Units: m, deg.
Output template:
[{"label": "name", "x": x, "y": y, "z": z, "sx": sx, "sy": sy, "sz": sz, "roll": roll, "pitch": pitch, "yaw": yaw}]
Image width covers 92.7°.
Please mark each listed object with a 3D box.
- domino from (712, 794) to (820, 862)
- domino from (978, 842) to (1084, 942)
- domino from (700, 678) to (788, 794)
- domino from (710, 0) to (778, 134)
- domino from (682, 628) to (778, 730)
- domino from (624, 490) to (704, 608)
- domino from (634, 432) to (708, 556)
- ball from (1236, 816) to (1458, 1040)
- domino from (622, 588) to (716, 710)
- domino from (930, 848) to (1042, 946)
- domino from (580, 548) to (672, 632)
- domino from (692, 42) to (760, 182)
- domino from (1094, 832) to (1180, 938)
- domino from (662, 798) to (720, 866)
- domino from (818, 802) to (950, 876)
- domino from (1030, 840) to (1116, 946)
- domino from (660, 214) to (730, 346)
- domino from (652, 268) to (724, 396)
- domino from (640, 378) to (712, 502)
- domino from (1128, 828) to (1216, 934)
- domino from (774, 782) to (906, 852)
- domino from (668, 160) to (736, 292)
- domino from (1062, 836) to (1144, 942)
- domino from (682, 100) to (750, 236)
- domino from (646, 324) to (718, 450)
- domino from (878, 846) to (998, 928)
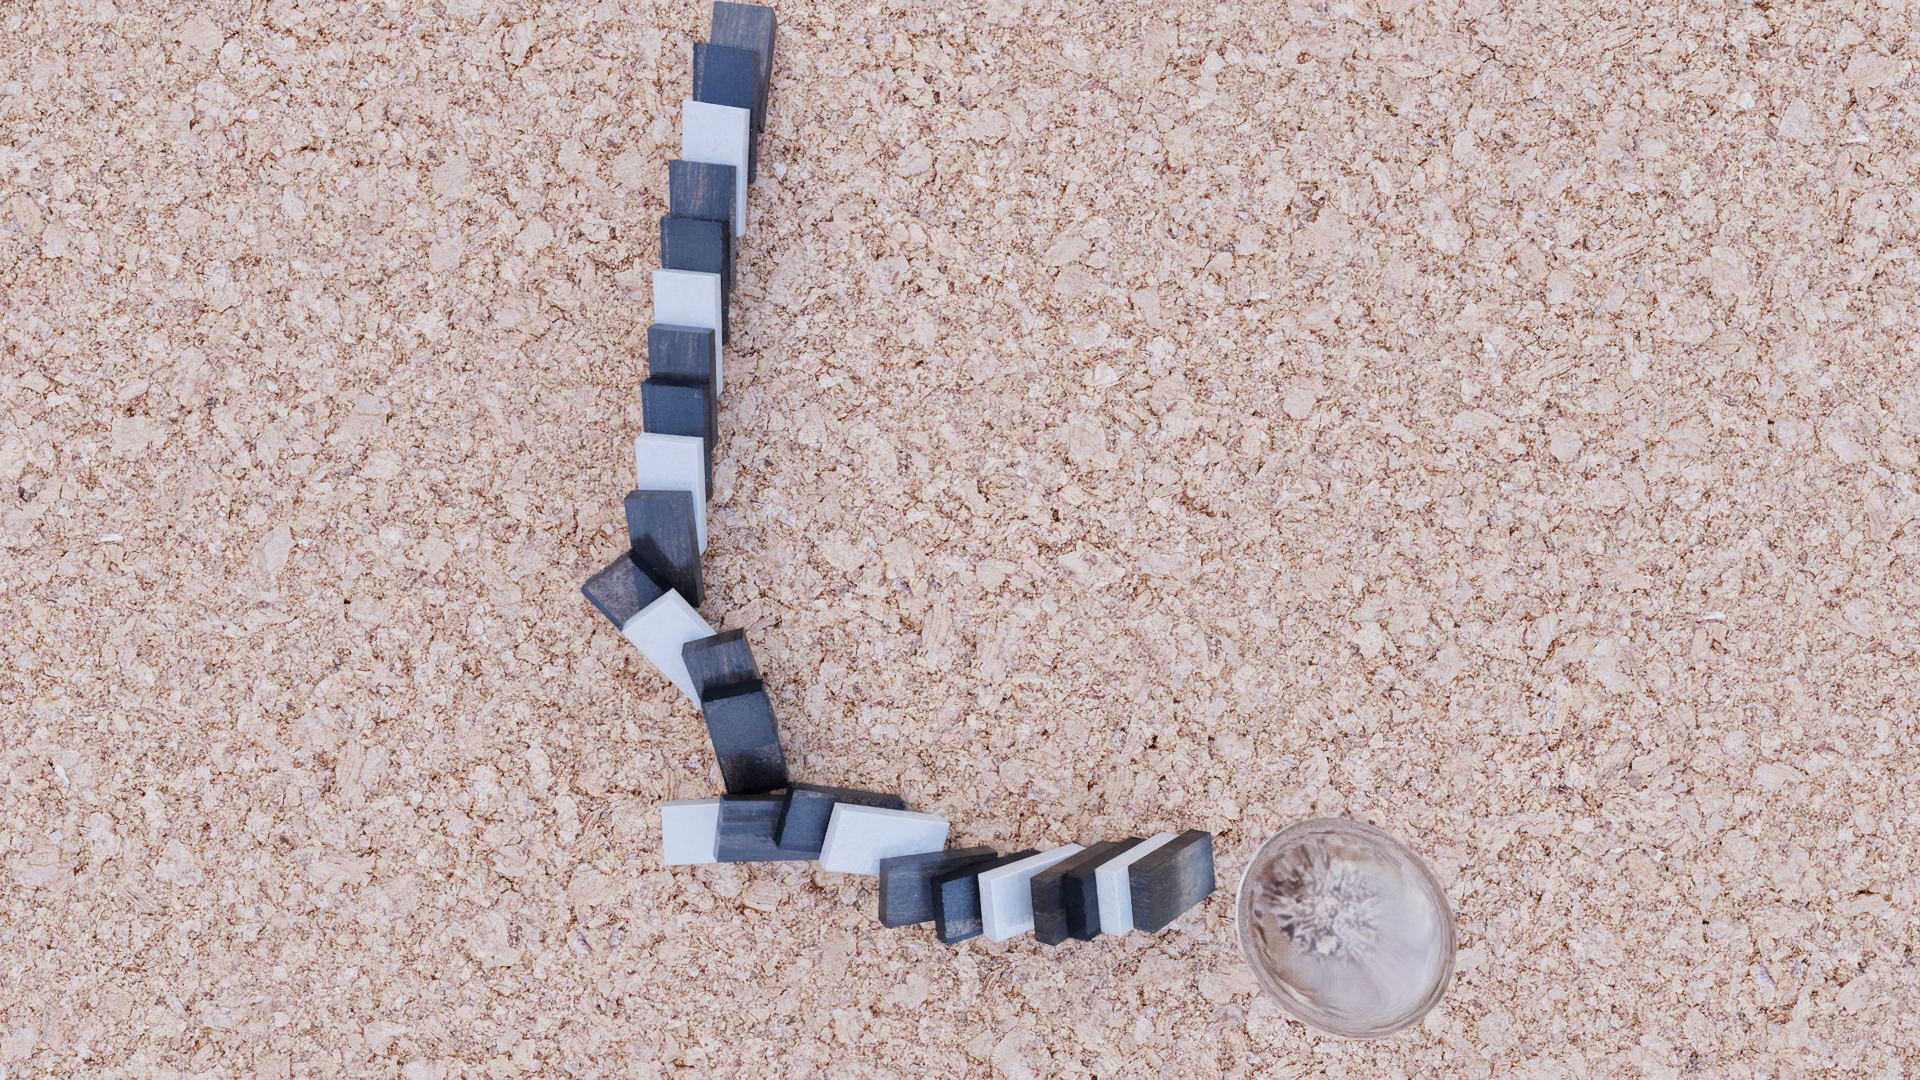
[{"label": "domino", "x": -0.076, "y": 0.121, "z": 0.385, "sx": 0.050, "sy": 0.009, "sz": 0.025, "roll": 8, "pitch": 88, "yaw": -25}, {"label": "domino", "x": 0.032, "y": 0.146, "z": 0.383, "sx": 0.050, "sy": 0.009, "sz": 0.025, "roll": -5, "pitch": 90, "yaw": -33}, {"label": "domino", "x": -0.090, "y": 0.084, "z": 0.384, "sx": 0.025, "sy": 0.010, "sz": 0.050, "roll": -11, "pitch": 115, "yaw": -5}, {"label": "domino", "x": -0.095, "y": -0.204, "z": 0.395, "sx": 0.025, "sy": 0.010, "sz": 0.050, "roll": 7, "pitch": 90, "yaw": 0}, {"label": "domino", "x": -0.096, "y": 0.063, "z": 0.384, "sx": 0.025, "sy": 0.010, "sz": 0.050, "roll": -15, "pitch": 116, "yaw": -4}, {"label": "domino", "x": -0.124, "y": 0.004, "z": 0.385, "sx": 0.025, "sy": 0.010, "sz": 0.050, "roll": 1, "pitch": 115, "yaw": 0}, {"label": "domino", "x": -0.121, "y": -0.019, "z": 0.385, "sx": 0.025, "sy": 0.010, "sz": 0.050, "roll": 5, "pitch": 115, "yaw": 0}, {"label": "ball", "x": 0.150, "y": 0.151, "z": 0.360, "sx": 0.080, "sy": 0.080, "sz": 0.080, "roll": 0, "pitch": 90, "yaw": 0}, {"label": "domino", "x": -0.114, "y": 0.047, "z": 0.384, "sx": 0.025, "sy": 0.009, "sz": 0.050, "roll": -34, "pitch": 115, "yaw": 6}, {"label": "domino", "x": 0.013, "y": 0.149, "z": 0.384, "sx": 0.050, "sy": 0.009, "sz": 0.025, "roll": -5, "pitch": 90, "yaw": -29}, {"label": "domino", "x": -0.130, "y": 0.030, "z": 0.384, "sx": 0.025, "sy": 0.009, "sz": 0.050, "roll": -34, "pitch": 116, "yaw": 5}, {"label": "domino", "x": -0.098, "y": -0.179, "z": 0.385, "sx": 0.025, "sy": 0.009, "sz": 0.050, "roll": 8, "pitch": 114, "yaw": -1}, {"label": "domino", "x": 0.075, "y": 0.141, "z": 0.379, "sx": 0.010, "sy": 0.050, "sz": 0.025, "roll": -5, "pitch": 90, "yaw": 43}, {"label": "domino", "x": -0.102, "y": 0.125, "z": 0.395, "sx": 0.050, "sy": 0.009, "sz": 0.025, "roll": -3, "pitch": 90, "yaw": 0}, {"label": "domino", "x": -0.031, "y": 0.127, "z": 0.384, "sx": 0.050, "sy": 0.009, "sz": 0.025, "roll": 16, "pitch": 90, "yaw": -26}, {"label": "domino", "x": 0.049, "y": 0.145, "z": 0.379, "sx": 0.009, "sy": 0.050, "sz": 0.025, "roll": -5, "pitch": 90, "yaw": 43}, {"label": "domino", "x": -0.111, "y": -0.109, "z": 0.385, "sx": 0.025, "sy": 0.010, "sz": 0.050, "roll": 6, "pitch": 114, "yaw": 0}, {"label": "domino", "x": -0.114, "y": -0.087, "z": 0.385, "sx": 0.025, "sy": 0.009, "sz": 0.050, "roll": 6, "pitch": 115, "yaw": 1}, {"label": "domino", "x": -0.118, "y": -0.041, "z": 0.385, "sx": 0.025, "sy": 0.010, "sz": 0.050, "roll": 5, "pitch": 115, "yaw": 0}, {"label": "domino", "x": 0.088, "y": 0.140, "z": 0.379, "sx": 0.010, "sy": 0.050, "sz": 0.025, "roll": -5, "pitch": 90, "yaw": 43}, {"label": "domino", "x": -0.050, "y": 0.118, "z": 0.385, "sx": 0.050, "sy": 0.010, "sz": 0.025, "roll": 15, "pitch": 90, "yaw": -25}, {"label": "domino", "x": -0.108, "y": -0.132, "z": 0.386, "sx": 0.025, "sy": 0.009, "sz": 0.050, "roll": 6, "pitch": 114, "yaw": 0}, {"label": "domino", "x": 0.062, "y": 0.143, "z": 0.379, "sx": 0.010, "sy": 0.050, "sz": 0.025, "roll": -5, "pitch": 90, "yaw": 43}, {"label": "domino", "x": -0.103, "y": -0.156, "z": 0.385, "sx": 0.025, "sy": 0.009, "sz": 0.050, "roll": 8, "pitch": 114, "yaw": -1}, {"label": "domino", "x": -0.116, "y": -0.064, "z": 0.385, "sx": 0.025, "sy": 0.010, "sz": 0.050, "roll": 5, "pitch": 115, "yaw": 0}, {"label": "domino", "x": -0.009, "y": 0.145, "z": 0.385, "sx": 0.050, "sy": 0.010, "sz": 0.025, "roll": 2, "pitch": 90, "yaw": -26}]
